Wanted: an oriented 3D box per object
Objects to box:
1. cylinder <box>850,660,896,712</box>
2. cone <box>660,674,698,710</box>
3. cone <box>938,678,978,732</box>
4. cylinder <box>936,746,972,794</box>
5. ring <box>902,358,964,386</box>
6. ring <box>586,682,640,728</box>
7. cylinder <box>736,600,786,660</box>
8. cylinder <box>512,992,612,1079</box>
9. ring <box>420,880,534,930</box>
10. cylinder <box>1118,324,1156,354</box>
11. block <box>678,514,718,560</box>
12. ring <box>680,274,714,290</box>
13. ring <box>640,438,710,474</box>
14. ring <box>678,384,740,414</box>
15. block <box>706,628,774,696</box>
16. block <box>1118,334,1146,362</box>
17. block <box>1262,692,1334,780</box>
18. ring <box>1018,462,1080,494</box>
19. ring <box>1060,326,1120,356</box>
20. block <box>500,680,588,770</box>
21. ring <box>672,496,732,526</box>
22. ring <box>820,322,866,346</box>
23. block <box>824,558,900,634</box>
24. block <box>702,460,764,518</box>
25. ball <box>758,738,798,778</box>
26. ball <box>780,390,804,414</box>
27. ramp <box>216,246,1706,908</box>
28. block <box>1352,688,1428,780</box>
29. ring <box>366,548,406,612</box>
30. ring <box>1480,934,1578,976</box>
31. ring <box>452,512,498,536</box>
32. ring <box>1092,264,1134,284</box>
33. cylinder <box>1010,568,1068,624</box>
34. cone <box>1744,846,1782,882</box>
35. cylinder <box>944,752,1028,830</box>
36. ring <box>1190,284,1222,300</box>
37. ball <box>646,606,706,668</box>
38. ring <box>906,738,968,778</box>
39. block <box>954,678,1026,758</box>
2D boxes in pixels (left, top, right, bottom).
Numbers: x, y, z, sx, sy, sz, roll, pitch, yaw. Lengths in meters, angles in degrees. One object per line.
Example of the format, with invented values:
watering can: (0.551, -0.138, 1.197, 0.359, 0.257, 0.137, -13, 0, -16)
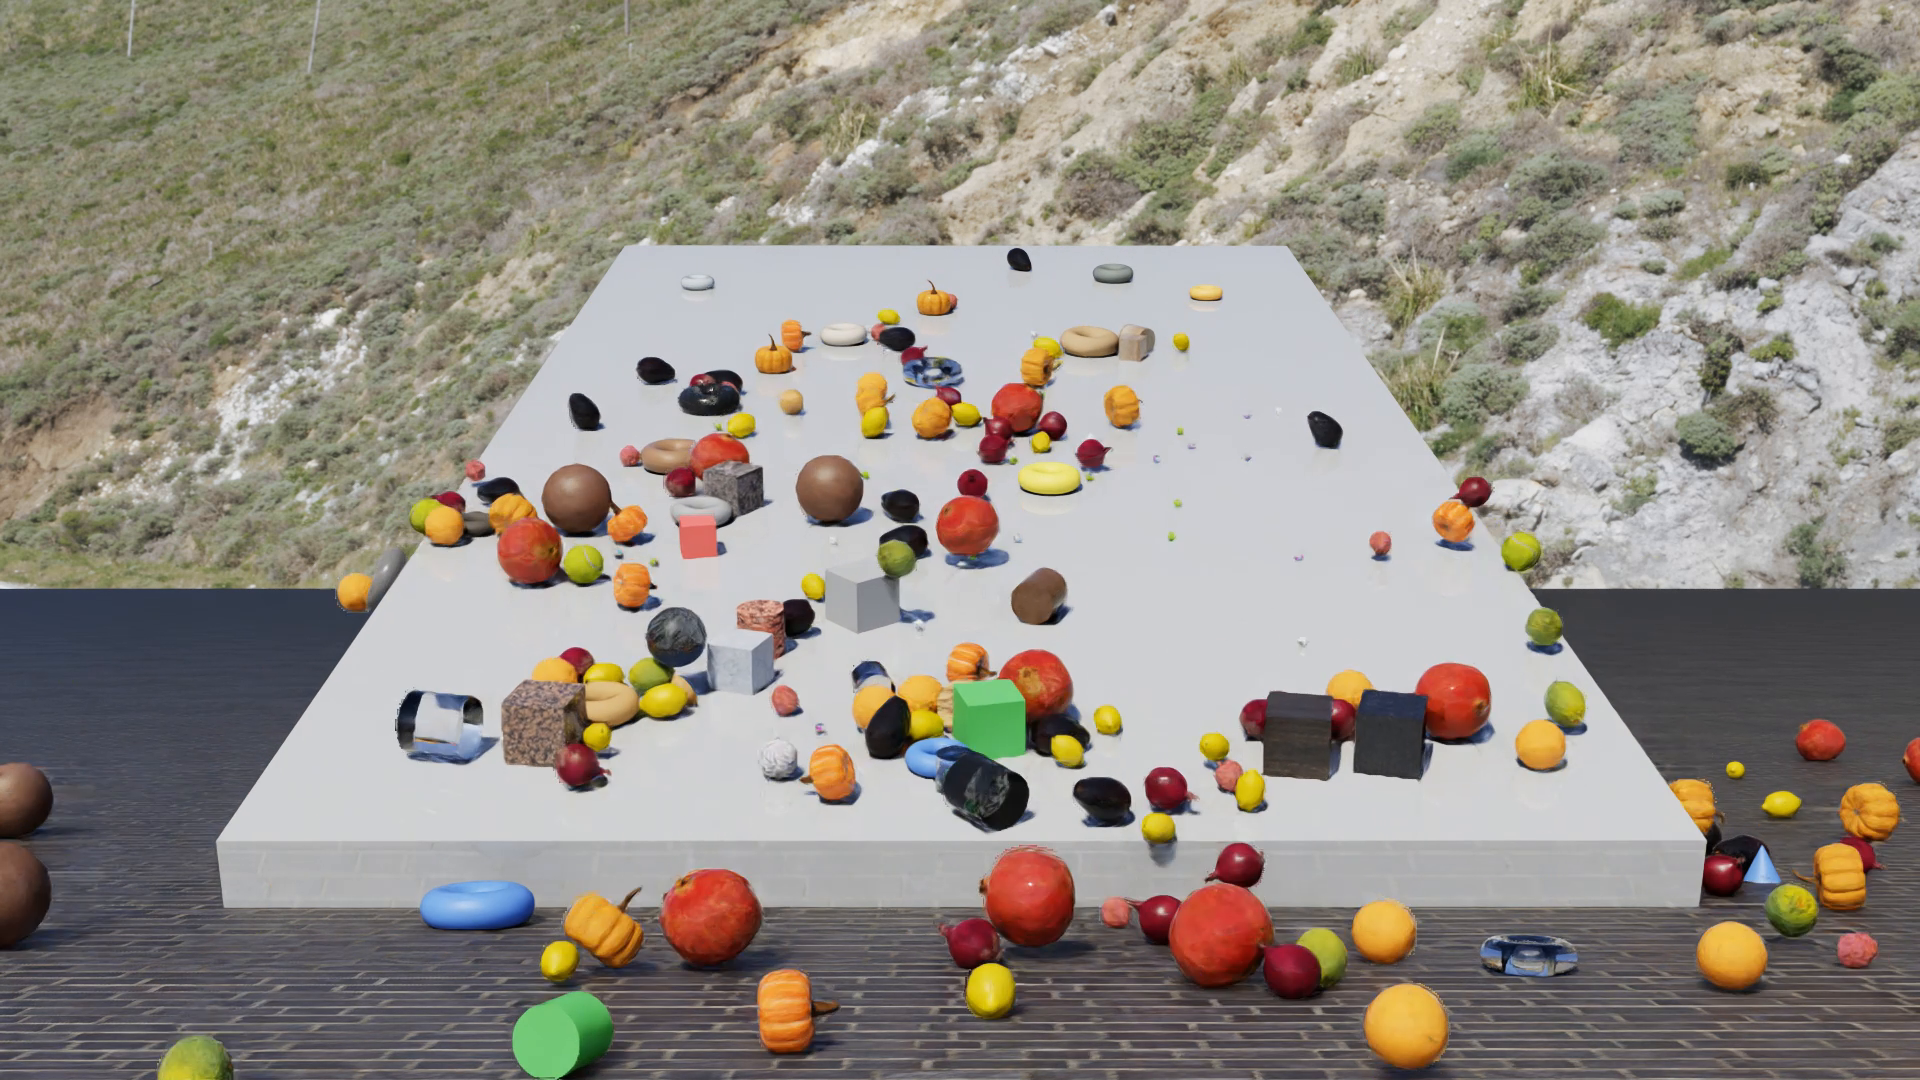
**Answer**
cylinder: (-0.133, 0.224, 3.448, 0.060, 0.060, 0.060, 0, 18, -14)
cone: (-0.440, 0.244, 3.442, 0.056, 0.056, 0.056, -41, 18, -23)
cone: (0.004, 0.254, 3.396, 0.085, 0.085, 0.085, 0, -8, -5)
cylinder: (-0.007, 0.325, 3.164, 0.054, 0.054, 0.054, 0, 19, 0)
ring: (-0.064, -0.394, 5.279, 0.143, 0.048, 0.143, 1, 18, 0)
ring: (-0.546, 0.249, 3.405, 0.124, 0.041, 0.124, -1, 18, 0)
cylinder: (-0.323, 0.146, 3.649, 0.077, 0.077, 0.077, 0, 19, 0)
cylinder: (-0.357, 0.446, 2.026, 0.066, 0.066, 0.066, 0, -1, 17)
ring: (-0.622, 0.471, 2.901, 0.145, 0.048, 0.145, -1, 0, 0)
cylinder: (0.437, -0.496, 5.552, 0.065, 0.065, 0.065, 1, 14, -43)
block: (-0.479, -0.006, 4.118, 0.062, 0.062, 0.062, -4, 19, -11)
ring: (-0.727, -0.714, 6.238, 0.094, 0.031, 0.094, 1, 18, 0)
ring: (-0.585, -0.172, 4.627, 0.144, 0.048, 0.144, 1, 18, 0)
ring: (-0.563, -0.316, 5.049, 0.139, 0.046, 0.139, -1, 20, 0)
block: (-0.344, 0.190, 3.521, 0.077, 0.077, 0.077, 7, 20, 19)
block: (0.421, -0.469, 5.488, 0.054, 0.054, 0.054, 7, 20, 19)
block: (0.486, 0.281, 3.234, 0.093, 0.093, 0.093, 4, 19, 10)
ring: (0.178, -0.124, 4.497, 0.127, 0.042, 0.127, 1, 18, 0)
ring: (0.321, -0.489, 5.554, 0.149, 0.050, 0.149, 3, 21, -1)
block: (-0.603, 0.267, 3.268, 0.094, 0.094, 0.094, 3, 19, 9)
ring: (-0.493, -0.053, 4.294, 0.115, 0.038, 0.115, 1, 19, 0)
ring: (-0.293, -0.516, 5.647, 0.118, 0.039, 0.118, -1, 19, 0)
block: (-0.164, 0.093, 3.785, 0.090, 0.090, 0.090, -15, 24, -37)
block: (-0.439, -0.100, 4.361, 0.082, 0.082, 0.082, 11, 22, 29)
ball: (-0.259, 0.311, 3.200, 0.057, 0.057, 0.057, 0, -1, 0)
ball: (-0.375, -0.308, 5.009, 0.056, 0.056, 0.056, 0, -1, 0)
ramp: (-0.004, -0.196, 4.926, 2.000, 0.100, 4.000, 0, 19, 0)
block: (0.620, 0.279, 3.239, 0.093, 0.093, 0.093, 5, 20, 15)
ring: (-1.046, 0.074, 4.102, 0.042, 0.126, 0.126, 21, -5, -10)
ring: (0.646, 0.471, 2.554, 0.108, 0.036, 0.108, 1, -2, 0)
ring: (-0.914, -0.029, 4.237, 0.087, 0.029, 0.087, 1, 19, 0)
ring: (0.431, -0.751, 6.339, 0.115, 0.038, 0.115, -1, 20, 0)
cylinder: (0.135, 0.095, 3.802, 0.076, 0.076, 0.076, 0, 18, 24)
cone: (1.186, 0.476, 3.326, 0.054, 0.054, 0.054, 0, -1, 0)
cylinder: (0.036, 0.342, 3.067, 0.083, 0.083, 0.083, 1, 15, -38)
ring: (0.670, -0.673, 6.125, 0.092, 0.031, 0.092, 0, 18, 0)
ball: (-0.437, 0.150, 3.465, 0.093, 0.093, 0.093, 0, -1, 0)
ring: (-0.030, 0.313, 3.234, 0.097, 0.032, 0.097, 1, 18, 0)
block: (0.043, 0.263, 3.295, 0.087, 0.087, 0.087, -5, 19, -14)
